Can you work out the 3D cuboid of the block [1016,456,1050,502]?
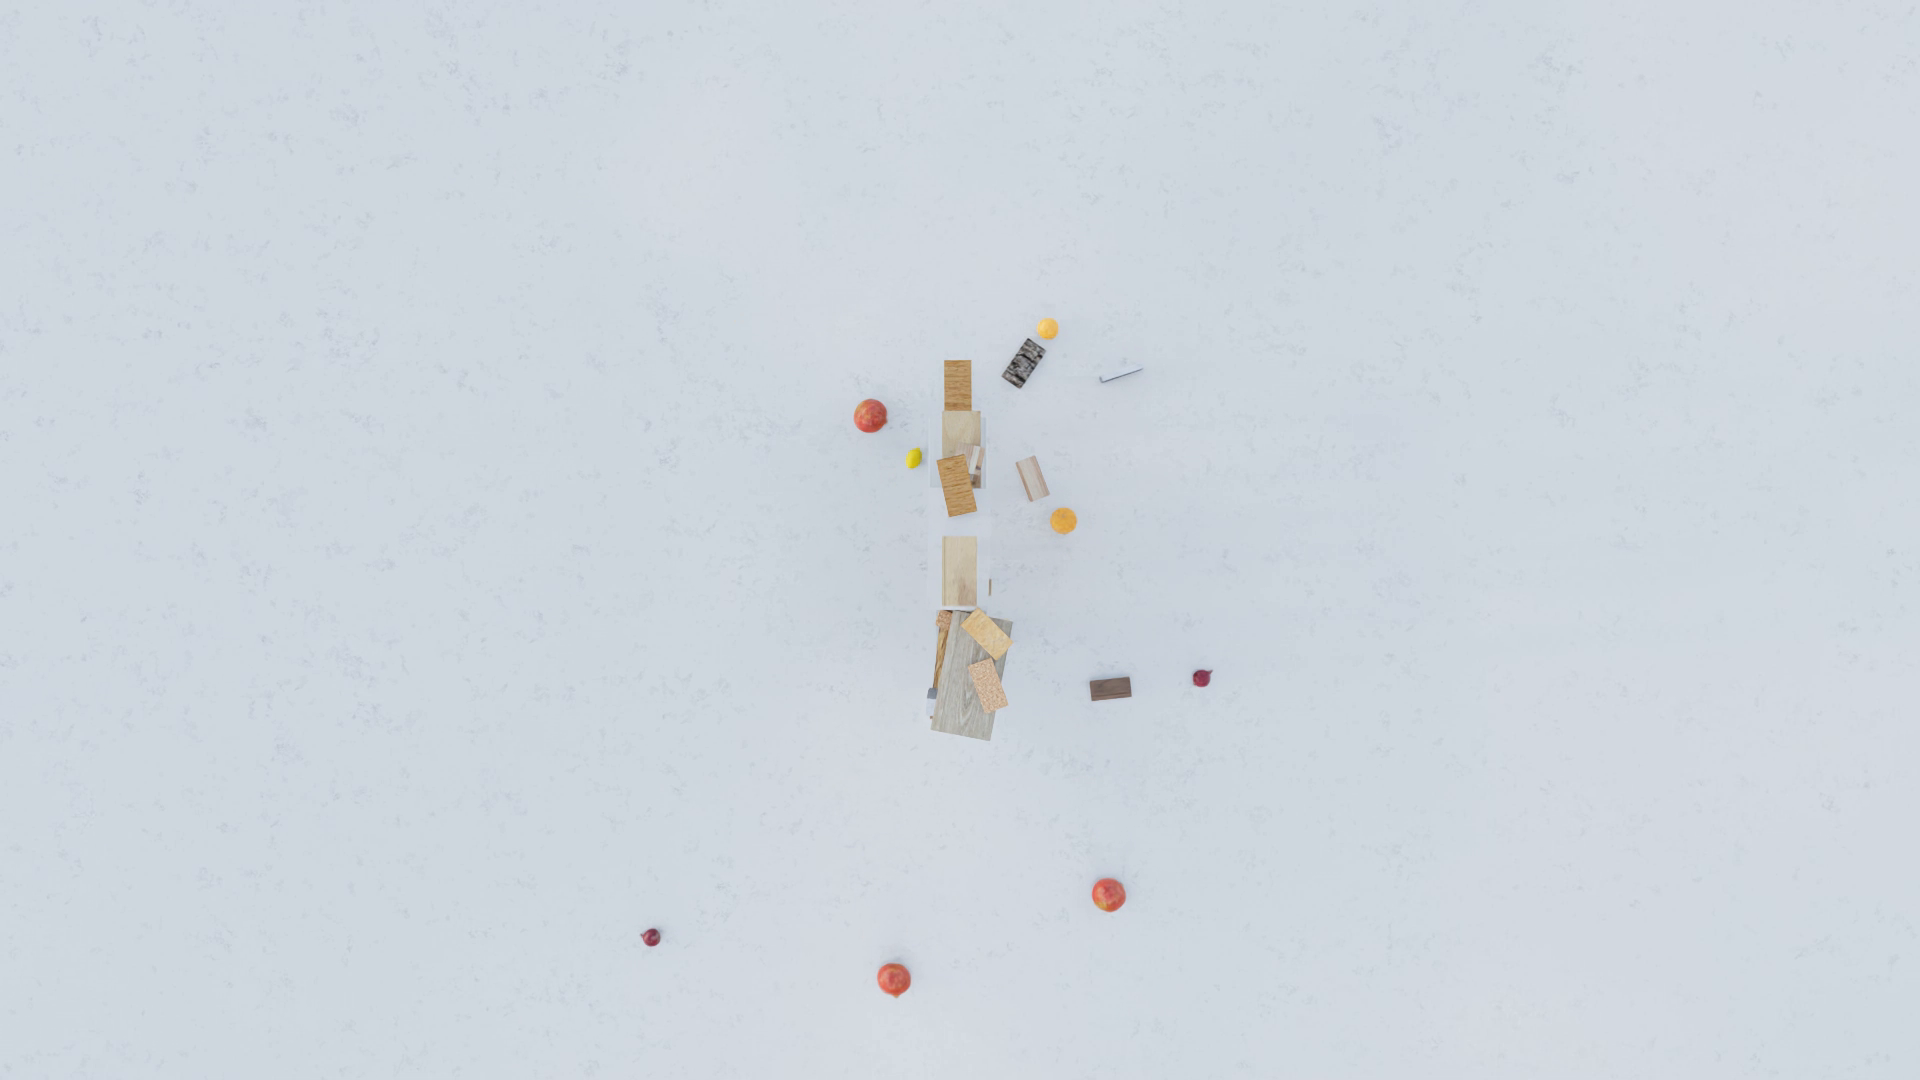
[{"bbox_3d":[0.242,-0.204,5.490,0.071,0.020,0.141,-21,90,0],"label":"block"}]

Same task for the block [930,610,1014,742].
[{"bbox_3d":[0.032,0.363,4.437,0.163,0.046,0.327,11,90,0],"label":"block"}]

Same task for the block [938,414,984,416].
[{"bbox_3d":[0.003,-0.245,5.181,0.149,0.042,0.298,0,90,0],"label":"block"}]

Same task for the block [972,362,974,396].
[{"bbox_3d":[-0.004,-0.449,4.976,0.086,0.024,0.172,1,90,0],"label":"block"}]

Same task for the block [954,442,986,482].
[{"bbox_3d":[0.022,-0.212,4.470,0.077,0.155,0.022,13,122,0],"label":"block"}]

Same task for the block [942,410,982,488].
[{"bbox_3d":[0.004,-0.248,4.557,0.108,0.030,0.215,0,90,0],"label":"block"}]

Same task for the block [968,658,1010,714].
[{"bbox_3d":[0.076,0.389,4.404,0.068,0.019,0.135,-20,90,0],"label":"block"}]

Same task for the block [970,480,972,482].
[{"bbox_3d":[-0.005,-0.171,4.471,0.071,0.141,0.020,3,110,0],"label":"block"}]

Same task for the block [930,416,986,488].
[{"bbox_3d":[-0.006,-0.194,4.810,0.163,0.046,0.327,0,90,0],"label":"block"}]

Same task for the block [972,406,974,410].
[{"bbox_3d":[-0.003,-0.392,5.074,0.086,0.172,0.024,0,90,0],"label":"block"}]

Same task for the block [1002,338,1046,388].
[{"bbox_3d":[0.213,-0.587,5.489,0.077,0.022,0.155,35,90,0],"label":"block"}]

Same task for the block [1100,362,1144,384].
[{"bbox_3d":[0.534,-0.554,5.465,0.141,0.071,0.020,-18,90,0],"label":"block"}]

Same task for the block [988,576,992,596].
[{"bbox_3d":[0.003,0.129,4.658,0.163,0.396,0.046,1,90,0],"label":"block"}]

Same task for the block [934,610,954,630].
[{"bbox_3d":[0.016,0.237,4.623,0.163,0.327,0.046,21,90,0],"label":"block"}]

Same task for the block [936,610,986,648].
[{"bbox_3d":[0.004,0.233,5.161,0.158,0.045,0.317,-1,90,0],"label":"block"}]

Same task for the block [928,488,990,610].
[{"bbox_3d":[-0.003,0.024,4.437,0.163,0.046,0.327,1,90,0],"label":"block"}]

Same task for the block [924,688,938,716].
[{"bbox_3d":[-0.011,0.459,4.623,0.163,0.327,0.046,5,90,0],"label":"block"}]

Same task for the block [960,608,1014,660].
[{"bbox_3d":[0.073,0.250,4.404,0.135,0.019,0.068,45,90,0],"label":"block"}]

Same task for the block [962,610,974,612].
[{"bbox_3d":[0.001,0.096,4.873,0.124,0.035,0.247,-1,90,0],"label":"block"}]

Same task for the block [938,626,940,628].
[{"bbox_3d":[0.011,0.269,4.984,0.154,0.308,0.044,-1,90,0],"label":"block"}]

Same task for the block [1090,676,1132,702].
[{"bbox_3d":[0.501,0.495,5.490,0.135,0.019,0.067,-6,90,0],"label":"block"}]

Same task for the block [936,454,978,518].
[{"bbox_3d":[-0.008,-0.145,4.392,0.077,0.022,0.155,-12,97,2],"label":"block"}]

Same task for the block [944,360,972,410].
[{"bbox_3d":[-0.006,-0.443,4.794,0.079,0.022,0.158,0,90,0],"label":"block"}]

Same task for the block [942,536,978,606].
[{"bbox_3d":[-0.001,0.079,4.221,0.090,0.025,0.179,0,90,0],"label":"block"}]

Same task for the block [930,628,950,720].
[{"bbox_3d":[0.004,0.375,4.809,0.154,0.044,0.308,6,90,0],"label":"block"}]
